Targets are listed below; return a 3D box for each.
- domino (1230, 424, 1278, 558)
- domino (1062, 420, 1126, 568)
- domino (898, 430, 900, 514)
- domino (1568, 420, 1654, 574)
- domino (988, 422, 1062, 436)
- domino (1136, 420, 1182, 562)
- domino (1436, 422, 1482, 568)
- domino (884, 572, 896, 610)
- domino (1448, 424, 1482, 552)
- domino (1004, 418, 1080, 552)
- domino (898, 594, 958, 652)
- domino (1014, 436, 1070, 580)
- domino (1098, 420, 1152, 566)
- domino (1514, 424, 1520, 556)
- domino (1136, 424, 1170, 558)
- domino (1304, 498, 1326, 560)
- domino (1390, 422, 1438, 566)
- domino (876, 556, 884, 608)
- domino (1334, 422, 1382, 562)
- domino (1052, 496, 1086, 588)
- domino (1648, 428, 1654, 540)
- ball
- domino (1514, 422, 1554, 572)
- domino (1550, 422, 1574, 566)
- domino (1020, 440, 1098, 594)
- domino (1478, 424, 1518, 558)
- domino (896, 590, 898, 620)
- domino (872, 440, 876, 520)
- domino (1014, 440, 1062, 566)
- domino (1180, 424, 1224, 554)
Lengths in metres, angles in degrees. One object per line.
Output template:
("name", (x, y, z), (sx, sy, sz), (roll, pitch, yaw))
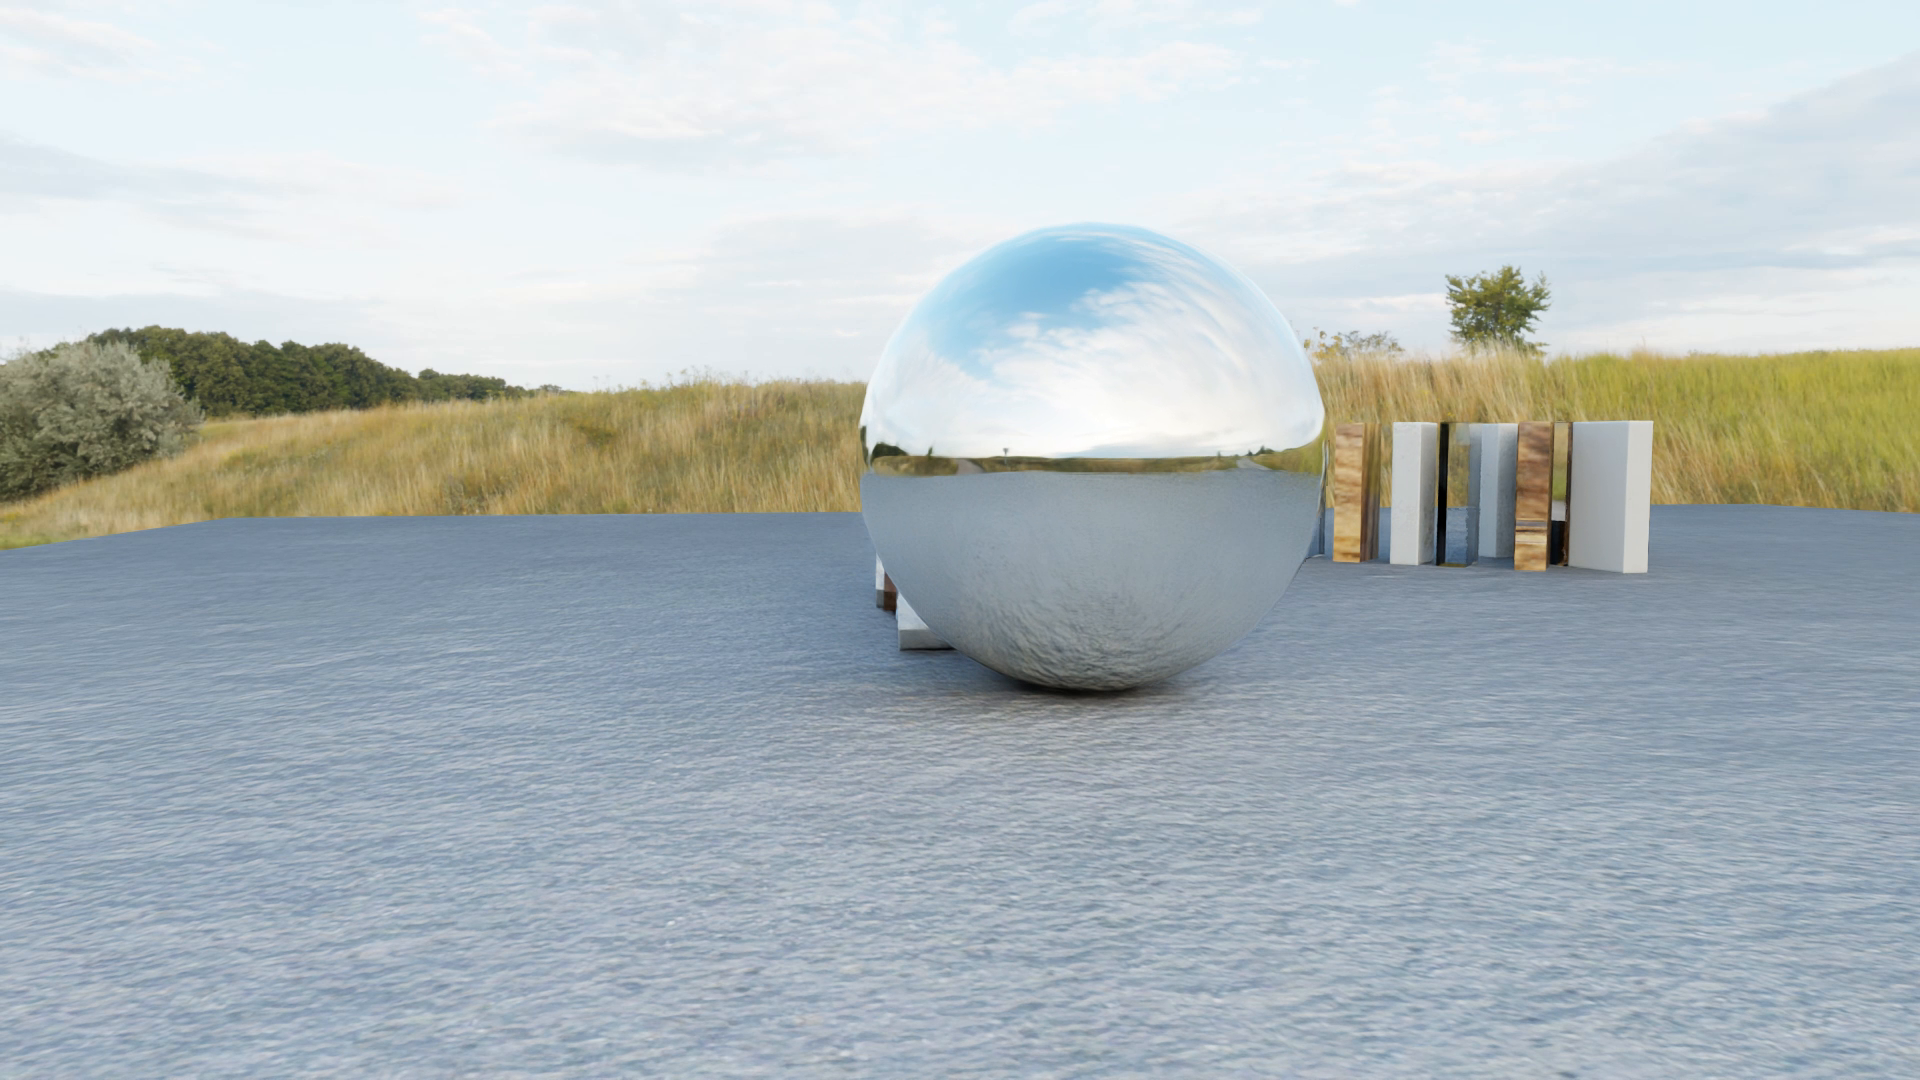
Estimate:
("domino", (0.113, -0.019, 0.493), (0.009, 0.050, 0.025), (3, 5, 31))
("domino", (0.042, -0.017, 0.449), (0.010, 0.050, 0.025), (13, -2, -28))
("domino", (-0.002, -0.003, 0.297), (0.025, 0.050, 0.010), (0, -33, -3))
("domino", (0.219, -0.015, 0.433), (0.009, 0.050, 0.025), (-1, 4, -16))
("domino", (0.021, -0.014, 0.428), (0.025, 0.050, 0.010), (0, -20, 4))
("domino", (0.066, -0.018, 0.465), (0.025, 0.050, 0.010), (2, -2, 26))
("domino", (0.176, -0.016, 0.453), (0.009, 0.050, 0.025), (3, 5, 32))
("domino", (-0.007, -0.006, 0.333), (0.025, 0.050, 0.009), (0, -33, -2))
("domino", (0.206, -0.020, 0.504), (0.025, 0.050, 0.009), (1, 4, 14))
("domino", (0.026, -0.017, 0.444), (0.025, 0.050, 0.009), (-1, -16, 24))
("domino", (0.000, -0.001, 0.273), (0.025, 0.050, 0.009), (0, -33, -2))
("domino", (0.022, -0.011, 0.410), (0.025, 0.050, 0.009), (0, -34, 4))
("domino", (0.053, -0.017, 0.453), (0.010, 0.050, 0.025), (7, 1, -29))
("domino", (0.216, -0.018, 0.468), (0.025, 0.050, 0.010), (-2, 5, -20))
("domino", (0.066, -0.019, 0.482), (0.025, 0.050, 0.009), (0, 4, -1))
("domino", (0.129, -0.019, 0.483), (0.009, 0.050, 0.025), (3, 5, 32))
("domino", (0.163, -0.017, 0.461), (0.009, 0.050, 0.025), (3, 5, 32))
("domino", (-0.010, -0.006, 0.344), (0.025, 0.050, 0.009), (0, -33, -3))
("domino", (0.146, -0.018, 0.472), (0.009, 0.050, 0.025), (3, 5, 33))
("domino", (0.025, -0.009, 0.394), (0.025, 0.050, 0.009), (1, -37, 15))
("domino", (0.263, -0.020, 0.505), (0.009, 0.050, 0.025), (1, 4, 12))
("ball", (0.022, -0.014, 0.221), (0.080, 0.080, 0.080), (0, 4, 0))
("domino", (0.197, -0.015, 0.440), (0.010, 0.050, 0.025), (2, 5, 28))
("domino", (0.221, -0.016, 0.453), (0.025, 0.050, 0.010), (-1, 4, -16))
("domino", (0.021, -0.008, 0.379), (0.025, 0.050, 0.010), (3, -37, 28))
("domino", (0.210, -0.019, 0.485), (0.025, 0.050, 0.009), (-1, 4, -18))
("domino", (-0.004, -0.004, 0.321), (0.025, 0.050, 0.009), (0, -33, -3))
("domino", (-0.011, -0.006, 0.359), (0.025, 0.050, 0.009), (-2, -38, -4))
("domino", (0.009, -0.007, 0.371), (0.025, 0.050, 0.010), (3, -37, 30))
("domino", (0.095, -0.020, 0.503), (0.009, 0.050, 0.025), (2, 5, 27))
